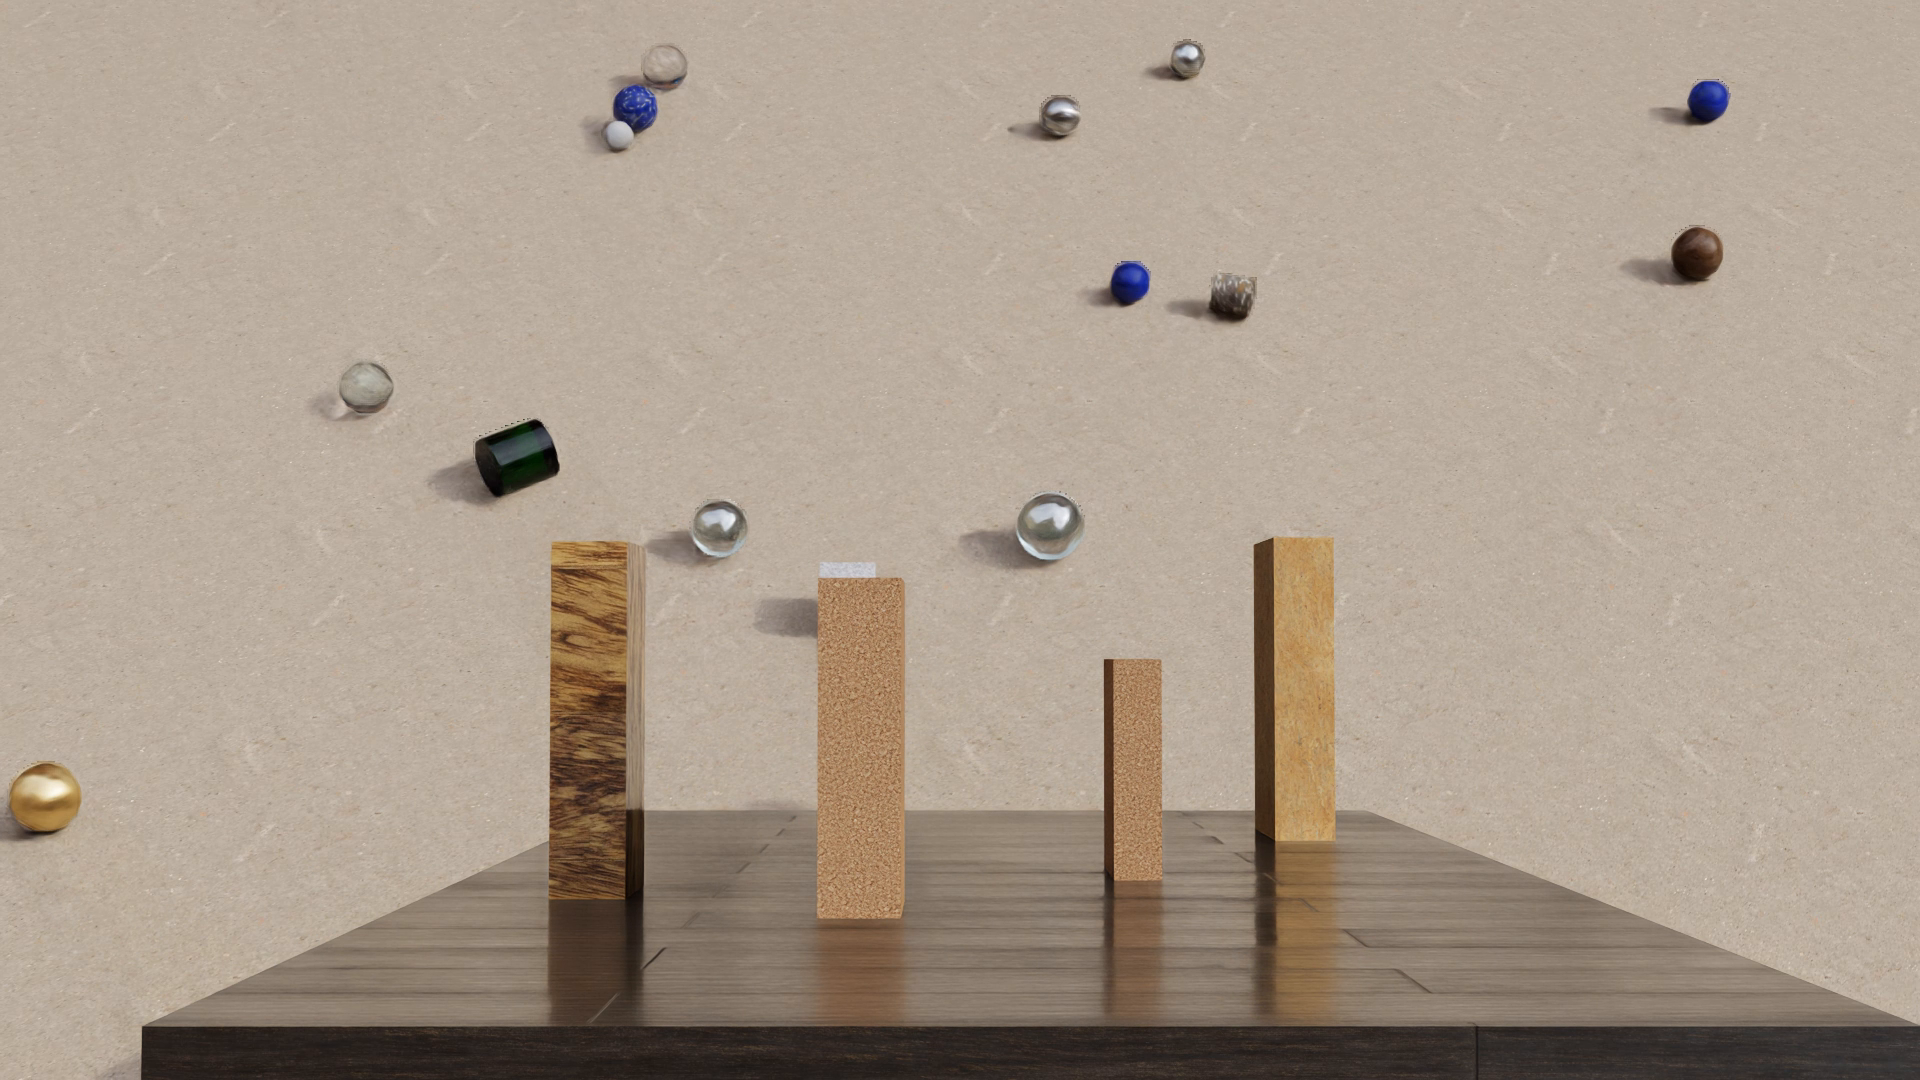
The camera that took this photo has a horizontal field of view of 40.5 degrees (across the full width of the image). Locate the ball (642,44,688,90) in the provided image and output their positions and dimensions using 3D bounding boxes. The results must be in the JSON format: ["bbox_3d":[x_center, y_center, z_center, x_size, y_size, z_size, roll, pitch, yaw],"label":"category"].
[{"bbox_3d":[-1.176,-1.885,10.377,0.181,0.181,0.181,0,37,0],"label":"ball"}]

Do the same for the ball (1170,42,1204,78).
[{"bbox_3d":[0.914,-1.934,10.477,0.140,0.140,0.140,0,37,0],"label":"ball"}]

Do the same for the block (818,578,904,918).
[{"bbox_3d":[-0.160,0.335,4.262,0.132,0.538,0.289,0,-2,0],"label":"block"}]

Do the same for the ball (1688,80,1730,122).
[{"bbox_3d":[2.927,-1.718,10.173,0.157,0.157,0.157,0,37,0],"label":"ball"}]

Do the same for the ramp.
[{"bbox_3d":[0.081,0.683,4.917,2.000,0.100,4.000,0,-2,0],"label":"ramp"}]

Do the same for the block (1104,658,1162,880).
[{"bbox_3d":[0.328,0.431,4.963,0.089,0.407,0.324,0,-2,0],"label":"block"}]

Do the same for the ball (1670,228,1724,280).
[{"bbox_3d":[2.613,-1.016,9.215,0.181,0.181,0.181,0,37,0],"label":"ball"}]

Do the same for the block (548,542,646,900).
[{"bbox_3d":[-0.635,0.313,4.570,0.130,0.610,0.262,0,-2,0],"label":"block"}]

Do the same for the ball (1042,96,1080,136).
[{"bbox_3d":[0.391,-1.641,10.073,0.153,0.153,0.153,0,37,0],"label":"ball"}]

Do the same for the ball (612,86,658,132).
[{"bbox_3d":[-1.260,-1.674,10.098,0.177,0.177,0.177,0,37,0],"label":"ball"}]

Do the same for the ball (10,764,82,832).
[{"bbox_3d":[-2.438,0.688,6.937,0.182,0.182,0.182,0,37,0],"label":"ball"}]

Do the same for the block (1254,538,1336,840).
[{"bbox_3d":[0.770,0.341,6.016,0.134,0.678,0.400,0,-2,0],"label":"block"}]

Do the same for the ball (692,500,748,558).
[{"bbox_3d":[-0.729,-0.034,7.910,0.172,0.172,0.172,0,37,0],"label":"ball"}]

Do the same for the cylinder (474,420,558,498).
[{"bbox_3d":[-1.396,-0.258,8.189,0.193,0.193,0.193,-23,43,-28],"label":"cylinder"}]

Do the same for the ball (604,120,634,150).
[{"bbox_3d":[-1.312,-1.554,9.991,0.113,0.113,0.113,0,37,0],"label":"ball"}]

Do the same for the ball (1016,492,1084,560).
[{"bbox_3d":[0.273,-0.040,7.890,0.206,0.206,0.206,0,37,0],"label":"ball"}]

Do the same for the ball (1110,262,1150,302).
[{"bbox_3d":[0.595,-0.899,9.093,0.140,0.140,0.140,0,37,0],"label":"ball"}]

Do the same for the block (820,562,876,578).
[{"bbox_3d":[-0.331,0.179,7.633,0.162,0.162,0.162,0,37,0],"label":"block"}]

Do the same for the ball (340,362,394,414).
[{"bbox_3d":[-1.946,-0.499,8.532,0.171,0.171,0.171,0,37,0],"label":"ball"}]
